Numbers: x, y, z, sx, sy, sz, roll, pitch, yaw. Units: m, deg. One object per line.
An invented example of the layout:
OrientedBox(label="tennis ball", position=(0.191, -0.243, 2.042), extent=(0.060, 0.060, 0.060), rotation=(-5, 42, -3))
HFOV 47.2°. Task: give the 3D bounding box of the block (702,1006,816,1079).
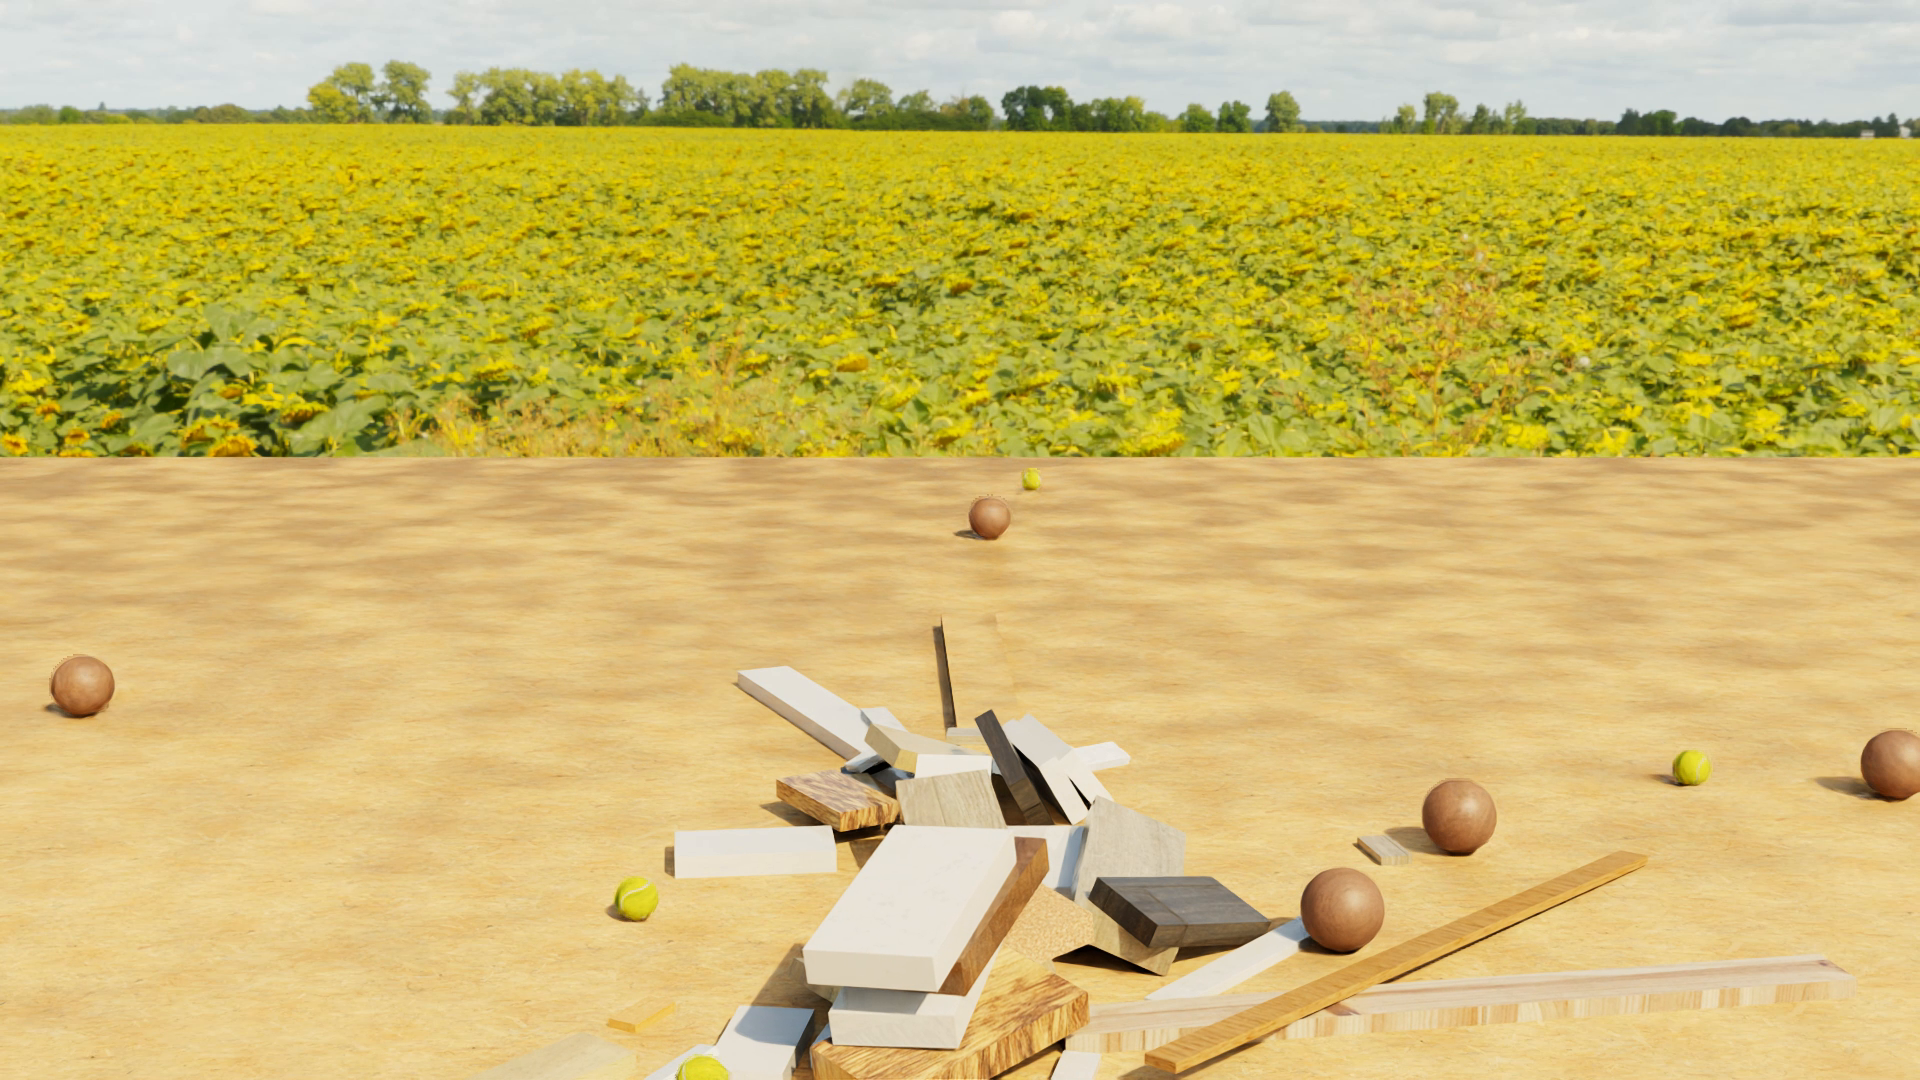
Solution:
OrientedBox(label="block", position=(-0.273, 0.696, 3.012), extent=(0.108, 0.031, 0.217), rotation=(1, 11, 7))

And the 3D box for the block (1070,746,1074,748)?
OrientedBox(label="block", position=(0.170, 0.411, 4.446), extent=(0.128, 0.018, 0.064), rotation=(23, 9, -6))

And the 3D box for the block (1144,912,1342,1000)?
OrientedBox(label="block", position=(0.437, 0.641, 3.348), extent=(0.057, 0.016, 0.466), rotation=(9, 14, 39))

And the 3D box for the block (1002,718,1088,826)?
OrientedBox(label="block", position=(0.155, 0.434, 4.138), extent=(0.038, 0.135, 0.269), rotation=(-33, 17, -8))

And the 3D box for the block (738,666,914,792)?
OrientedBox(label="block", position=(-0.245, 0.394, 4.628), extent=(0.122, 0.035, 0.986), rotation=(-5, 12, -25))

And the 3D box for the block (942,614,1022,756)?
OrientedBox(label="block", position=(0.046, 0.326, 4.984), extent=(0.138, 0.039, 1.296), rotation=(0, 11, -2))

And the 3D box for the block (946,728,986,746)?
OrientedBox(label="block", position=(0.038, 0.397, 4.443), extent=(0.128, 0.018, 0.064), rotation=(1, 11, 4))

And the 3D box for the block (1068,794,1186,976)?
OrientedBox(label="block", position=(0.274, 0.551, 3.578), extent=(0.171, 0.048, 0.561), rotation=(23, 12, 2))

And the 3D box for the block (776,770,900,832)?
OrientedBox(label="block", position=(-0.224, 0.473, 4.012), extent=(0.122, 0.035, 0.245), rotation=(-6, 12, -31))

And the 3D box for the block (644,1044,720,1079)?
OrientedBox(label="block", position=(-0.371, 0.702, 2.929), extent=(0.095, 0.013, 0.047), rotation=(-27, 9, -36))

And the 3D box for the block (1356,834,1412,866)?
OrientedBox(label="block", position=(0.746, 0.545, 3.866), extent=(0.057, 0.016, 0.114), rotation=(-2, 11, -11))

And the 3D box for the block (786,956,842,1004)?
OrientedBox(label="block", position=(-0.151, 0.651, 3.167), extent=(0.103, 0.029, 0.206), rotation=(17, -2, -37))

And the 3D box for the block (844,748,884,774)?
OrientedBox(label="block", position=(-0.167, 0.418, 4.279), extent=(0.109, 0.015, 0.054), rotation=(-30, 15, -26))

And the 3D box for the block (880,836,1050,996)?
OrientedBox(label="block", position=(-0.017, 0.514, 3.065), extent=(0.179, 0.051, 0.358), rotation=(1, 20, 21))

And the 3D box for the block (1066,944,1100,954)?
OrientedBox(label="block", position=(0.137, 0.623, 3.430), extent=(0.157, 0.022, 0.078), rotation=(-3, 11, -17))

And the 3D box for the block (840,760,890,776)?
OrientedBox(label="block", position=(-0.180, 0.441, 4.292), extent=(0.109, 0.015, 0.054), rotation=(-23, 20, 2))

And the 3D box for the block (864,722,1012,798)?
OrientedBox(label="block", position=(-0.036, 0.417, 4.165), extent=(0.269, 0.038, 0.135), rotation=(18, 8, -31))

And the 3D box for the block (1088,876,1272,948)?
OrientedBox(label="block", position=(0.341, 0.571, 3.391), extent=(0.275, 0.039, 0.138), rotation=(8, 19, -44))

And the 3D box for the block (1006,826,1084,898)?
OrientedBox(label="block", position=(0.150, 0.556, 3.728), extent=(0.160, 0.045, 0.320), rotation=(0, 11, 0))

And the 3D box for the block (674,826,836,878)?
OrientedBox(label="block", position=(-0.357, 0.542, 3.823), extent=(0.275, 0.039, 0.138), rotation=(-1, 11, -7))

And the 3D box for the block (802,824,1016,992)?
OrientedBox(label="block", position=(-0.062, 0.493, 2.983), extent=(0.179, 0.051, 0.358), rotation=(0, 19, 19))

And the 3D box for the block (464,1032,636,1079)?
OrientedBox(label="block", position=(-0.548, 0.714, 2.917), extent=(0.108, 0.031, 0.217), rotation=(9, 14, 39))

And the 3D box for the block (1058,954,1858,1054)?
OrientedBox(label="block", position=(0.722, 0.667, 3.172), extent=(1.188, 0.029, 0.103), rotation=(-2, 11, -10))

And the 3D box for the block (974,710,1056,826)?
OrientedBox(label="block", position=(0.102, 0.429, 4.023), extent=(0.038, 0.135, 0.271), rotation=(-29, 25, 0))

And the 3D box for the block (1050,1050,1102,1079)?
OrientedBox(label="block", position=(0.156, 0.715, 2.953), extent=(0.052, 0.015, 0.104), rotation=(2, 11, 13))

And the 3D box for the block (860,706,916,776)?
OrientedBox(label="block", position=(-0.109, 0.413, 4.388), extent=(0.054, 0.015, 0.573), rotation=(-3, 11, -15))

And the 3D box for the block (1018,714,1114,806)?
OrientedBox(label="block", position=(0.197, 0.424, 4.207), extent=(0.038, 0.135, 0.269), rotation=(-41, 18, -6))

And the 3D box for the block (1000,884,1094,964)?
OrientedBox(label="block", position=(0.016, 0.582, 3.169), extent=(0.320, 0.045, 0.160), rotation=(-16, 21, -29))

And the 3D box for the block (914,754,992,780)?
OrientedBox(label="block", position=(-0.017, 0.479, 3.885), extent=(0.135, 0.038, 0.271), rotation=(1, 33, 4))

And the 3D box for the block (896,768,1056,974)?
OrientedBox(label="block", position=(0.016, 0.540, 3.444), extent=(0.160, 0.045, 0.758), rotation=(-7, 18, -5))

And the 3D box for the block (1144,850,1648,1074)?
OrientedBox(label="block", position=(0.717, 0.619, 3.353), extent=(0.052, 0.015, 1.322), rotation=(7, 10, 43))

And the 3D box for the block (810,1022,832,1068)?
OrientedBox(label="block", position=(-0.092, 0.698, 3.009), extent=(0.206, 0.029, 0.103), rotation=(2, 11, 13))

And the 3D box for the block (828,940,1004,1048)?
OrientedBox(label="block", position=(-0.049, 0.584, 3.026), extent=(0.171, 0.048, 0.341), rotation=(-2, 19, 15))

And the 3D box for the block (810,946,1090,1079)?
OrientedBox(label="block", position=(-0.010, 0.662, 2.945), extent=(0.341, 0.048, 0.171), rotation=(-20, 26, -35))

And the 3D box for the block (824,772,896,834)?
OrientedBox(label="block", position=(-0.207, 0.490, 4.112), extent=(0.122, 0.035, 0.245), rotation=(-3, 11, -14))

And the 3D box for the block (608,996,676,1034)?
OrientedBox(label="block", position=(-0.455, 0.680, 3.150), extent=(0.047, 0.013, 0.095), rotation=(6, 12, 28))

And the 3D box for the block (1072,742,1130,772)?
OrientedBox(label="block", position=(0.271, 0.436, 4.405), extent=(0.128, 0.018, 0.064), rotation=(-7, 28, -33))
